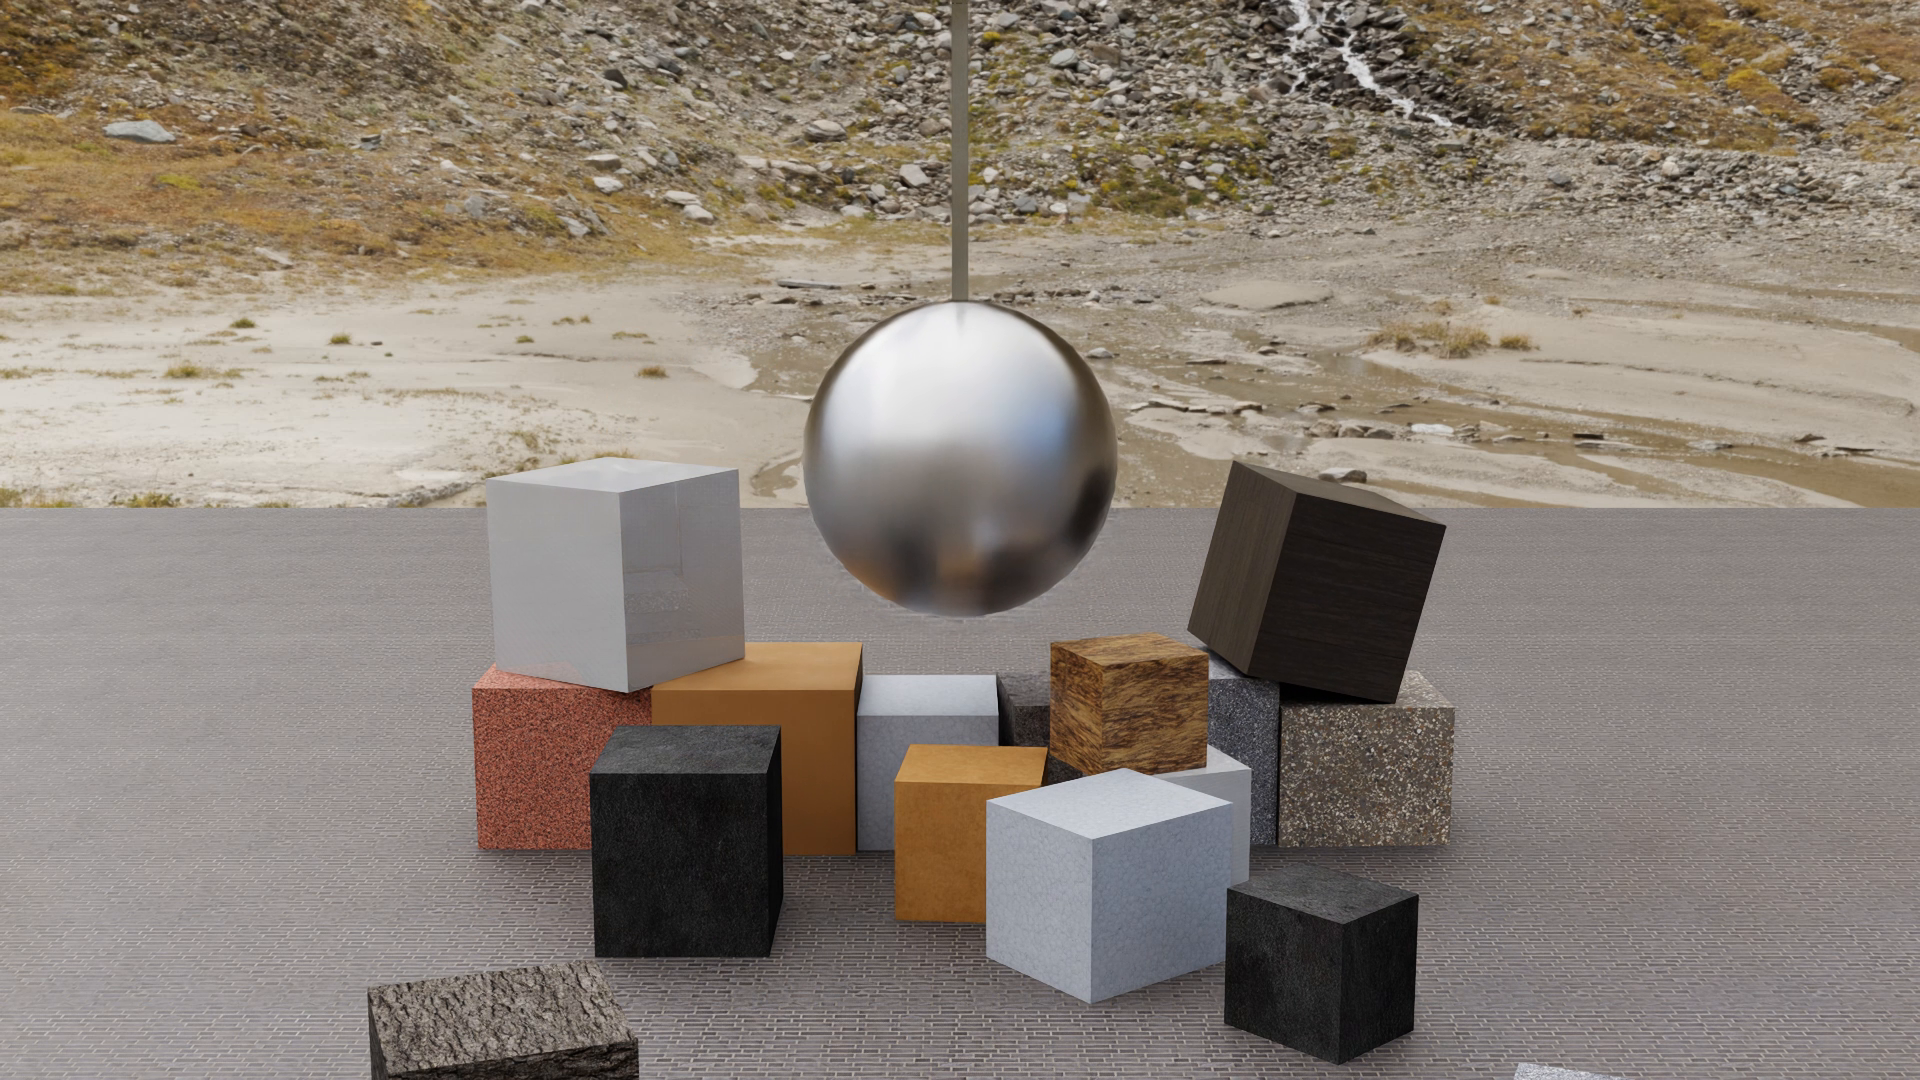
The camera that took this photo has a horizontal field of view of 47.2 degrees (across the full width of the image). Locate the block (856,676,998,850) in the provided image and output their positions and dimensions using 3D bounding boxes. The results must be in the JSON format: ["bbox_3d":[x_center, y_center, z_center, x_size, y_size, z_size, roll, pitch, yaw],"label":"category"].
[{"bbox_3d":[-0.161,1.137,11.369,0.703,0.695,0.835,0,10,0],"label":"block"}]

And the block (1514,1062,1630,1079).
[{"bbox_3d":[2.034,2.028,7.196,0.474,0.436,0.403,4,11,22],"label":"block"}]

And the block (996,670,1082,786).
[{"bbox_3d":[0.537,1.121,11.300,0.616,0.751,0.709,-1,10,-6],"label":"block"}]

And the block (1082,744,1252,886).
[{"bbox_3d":[0.969,1.342,10.406,0.596,0.637,0.585,-4,11,-20],"label":"block"}]

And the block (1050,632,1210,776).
[{"bbox_3d":[0.785,0.769,10.264,0.556,0.541,0.510,-5,11,-25],"label":"block"}]

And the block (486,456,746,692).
[{"bbox_3d":[-1.755,0.150,11.269,0.919,0.991,0.882,6,13,34],"label":"block"}]

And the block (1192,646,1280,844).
[{"bbox_3d":[1.210,1.052,11.363,0.712,0.865,0.729,-1,10,-4],"label":"block"}]

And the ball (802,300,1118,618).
[{"bbox_3d":[0.000,-0.409,11.106,1.600,1.600,1.600,0,10,0],"label":"ball"}]

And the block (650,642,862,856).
[{"bbox_3d":[-1.021,1.059,11.378,0.997,0.845,1.039,0,10,0],"label":"block"}]

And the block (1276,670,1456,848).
[{"bbox_3d":[2.021,1.121,11.402,0.869,0.715,0.781,0,10,-2],"label":"block"}]

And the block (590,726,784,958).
[{"bbox_3d":[-1.210,1.338,9.888,0.759,0.829,0.789,0,10,0],"label":"block"}]

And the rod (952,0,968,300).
[{"bbox_3d":[0.000,-3.754,10.498,0.080,5.200,0.080,0,10,0],"label":"rod"}]

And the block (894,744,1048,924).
[{"bbox_3d":[0.062,1.361,10.247,0.659,0.657,0.628,1,10,5],"label":"block"}]

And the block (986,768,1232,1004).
[{"bbox_3d":[0.641,1.470,9.502,0.805,0.707,0.682,-8,13,-38],"label":"block"}]

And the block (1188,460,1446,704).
[{"bbox_3d":[1.806,0.203,11.265,0.826,0.934,0.874,12,9,-16],"label":"block"}]

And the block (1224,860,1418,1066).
[{"bbox_3d":[1.438,1.673,8.773,0.494,0.570,0.568,-10,14,-43],"label":"block"}]

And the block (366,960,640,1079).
[{"bbox_3d":[-1.488,1.884,7.155,0.761,0.732,0.729,-4,11,-19],"label":"block"}]

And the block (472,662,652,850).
[{"bbox_3d":[-1.973,1.068,11.372,0.888,0.830,0.841,0,10,0],"label":"block"}]
